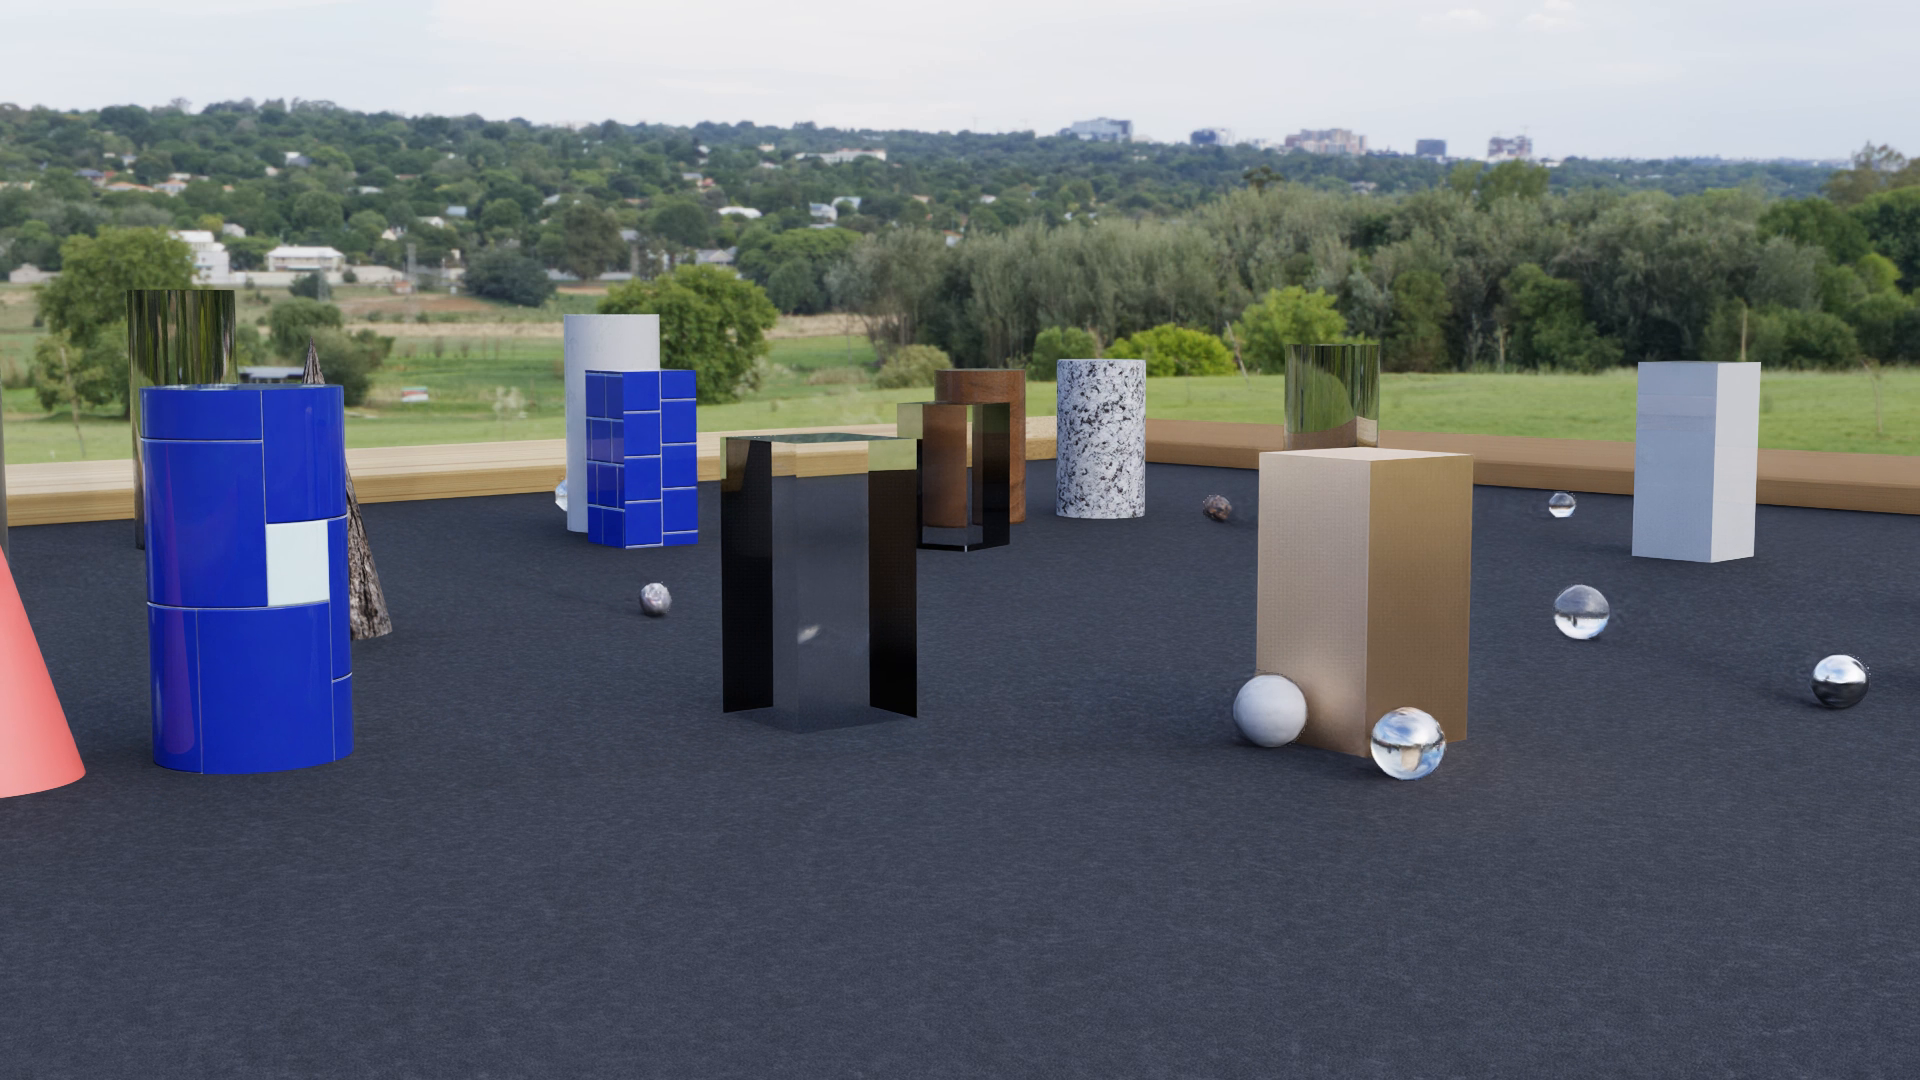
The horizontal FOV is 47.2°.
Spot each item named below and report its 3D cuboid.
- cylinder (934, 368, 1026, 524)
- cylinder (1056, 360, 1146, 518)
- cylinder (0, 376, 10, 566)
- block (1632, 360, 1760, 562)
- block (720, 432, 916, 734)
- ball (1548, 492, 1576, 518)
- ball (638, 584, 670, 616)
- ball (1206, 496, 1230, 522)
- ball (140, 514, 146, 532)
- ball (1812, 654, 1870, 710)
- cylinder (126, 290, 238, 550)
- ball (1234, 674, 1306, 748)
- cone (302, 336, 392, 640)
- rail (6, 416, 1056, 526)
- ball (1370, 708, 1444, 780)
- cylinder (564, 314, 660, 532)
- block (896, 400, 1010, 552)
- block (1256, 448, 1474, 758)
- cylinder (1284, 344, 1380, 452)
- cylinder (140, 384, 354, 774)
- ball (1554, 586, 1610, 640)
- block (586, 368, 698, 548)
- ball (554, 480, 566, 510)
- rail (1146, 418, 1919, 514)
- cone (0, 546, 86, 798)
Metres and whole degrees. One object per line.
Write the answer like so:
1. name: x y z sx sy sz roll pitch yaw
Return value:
1. cylinder: 0.042 -0.198 4.605 0.192 0.317 0.192 0 6 0
2. cylinder: 0.305 -0.222 4.758 0.192 0.334 0.192 0 6 0
3. cylinder: -1.740 -0.181 3.760 0.192 0.462 0.192 0 6 0
4. block: 1.323 -0.145 3.954 0.153 0.349 0.153 -6 8 -43
5. block: -0.154 0.041 2.398 0.153 0.305 0.153 -5 8 -37
6. ball: 1.282 -0.073 4.683 0.054 0.054 0.054 0 6 0
7. ball: -0.444 0.086 3.202 0.047 0.047 0.047 0 6 0
8. ball: 0.541 -0.065 4.609 0.053 0.053 0.053 0 6 0
9. ball: -1.584 -0.035 4.321 0.053 0.053 0.053 0 6 0
10. ball: 0.982 0.158 2.452 0.061 0.061 0.061 0 6 0
11. cylinder: -1.450 -0.227 4.117 0.192 0.479 0.192 0 6 0
12. ball: 0.315 0.174 2.237 0.074 0.074 0.074 0 6 0
13. cone: -0.882 -0.077 3.011 0.192 0.411 0.192 0 6 0
14. rail: -1.469 -0.134 4.915 5.012 0.125 0.045 -6 8 -42
15. ball: 0.424 0.193 2.083 0.069 0.069 0.069 0 6 0
16. cylinder: -0.702 -0.239 4.450 0.192 0.432 0.192 0 6 0
17. block: -0.012 -0.123 4.127 0.153 0.269 0.153 4 7 32
18. block: 0.418 0.058 2.279 0.153 0.296 0.153 -5 8 -37
19. cylinder: 0.756 -0.211 4.476 0.192 0.371 0.192 0 6 0
20. cylinder: -0.707 0.032 2.186 0.192 0.368 0.192 0 6 0
21. ball: 0.838 0.098 2.968 0.073 0.073 0.073 0 6 0
22. block: -0.605 -0.158 4.179 0.153 0.329 0.153 -4 7 -36
23. ball: -0.854 -0.098 4.832 0.073 0.073 0.073 0 6 0
24. rail: 1.824 -0.144 5.006 0.045 0.125 4.380 -6 8 -42
25. cone: -0.932 0.067 2.068 0.192 0.322 0.192 0 6 0
